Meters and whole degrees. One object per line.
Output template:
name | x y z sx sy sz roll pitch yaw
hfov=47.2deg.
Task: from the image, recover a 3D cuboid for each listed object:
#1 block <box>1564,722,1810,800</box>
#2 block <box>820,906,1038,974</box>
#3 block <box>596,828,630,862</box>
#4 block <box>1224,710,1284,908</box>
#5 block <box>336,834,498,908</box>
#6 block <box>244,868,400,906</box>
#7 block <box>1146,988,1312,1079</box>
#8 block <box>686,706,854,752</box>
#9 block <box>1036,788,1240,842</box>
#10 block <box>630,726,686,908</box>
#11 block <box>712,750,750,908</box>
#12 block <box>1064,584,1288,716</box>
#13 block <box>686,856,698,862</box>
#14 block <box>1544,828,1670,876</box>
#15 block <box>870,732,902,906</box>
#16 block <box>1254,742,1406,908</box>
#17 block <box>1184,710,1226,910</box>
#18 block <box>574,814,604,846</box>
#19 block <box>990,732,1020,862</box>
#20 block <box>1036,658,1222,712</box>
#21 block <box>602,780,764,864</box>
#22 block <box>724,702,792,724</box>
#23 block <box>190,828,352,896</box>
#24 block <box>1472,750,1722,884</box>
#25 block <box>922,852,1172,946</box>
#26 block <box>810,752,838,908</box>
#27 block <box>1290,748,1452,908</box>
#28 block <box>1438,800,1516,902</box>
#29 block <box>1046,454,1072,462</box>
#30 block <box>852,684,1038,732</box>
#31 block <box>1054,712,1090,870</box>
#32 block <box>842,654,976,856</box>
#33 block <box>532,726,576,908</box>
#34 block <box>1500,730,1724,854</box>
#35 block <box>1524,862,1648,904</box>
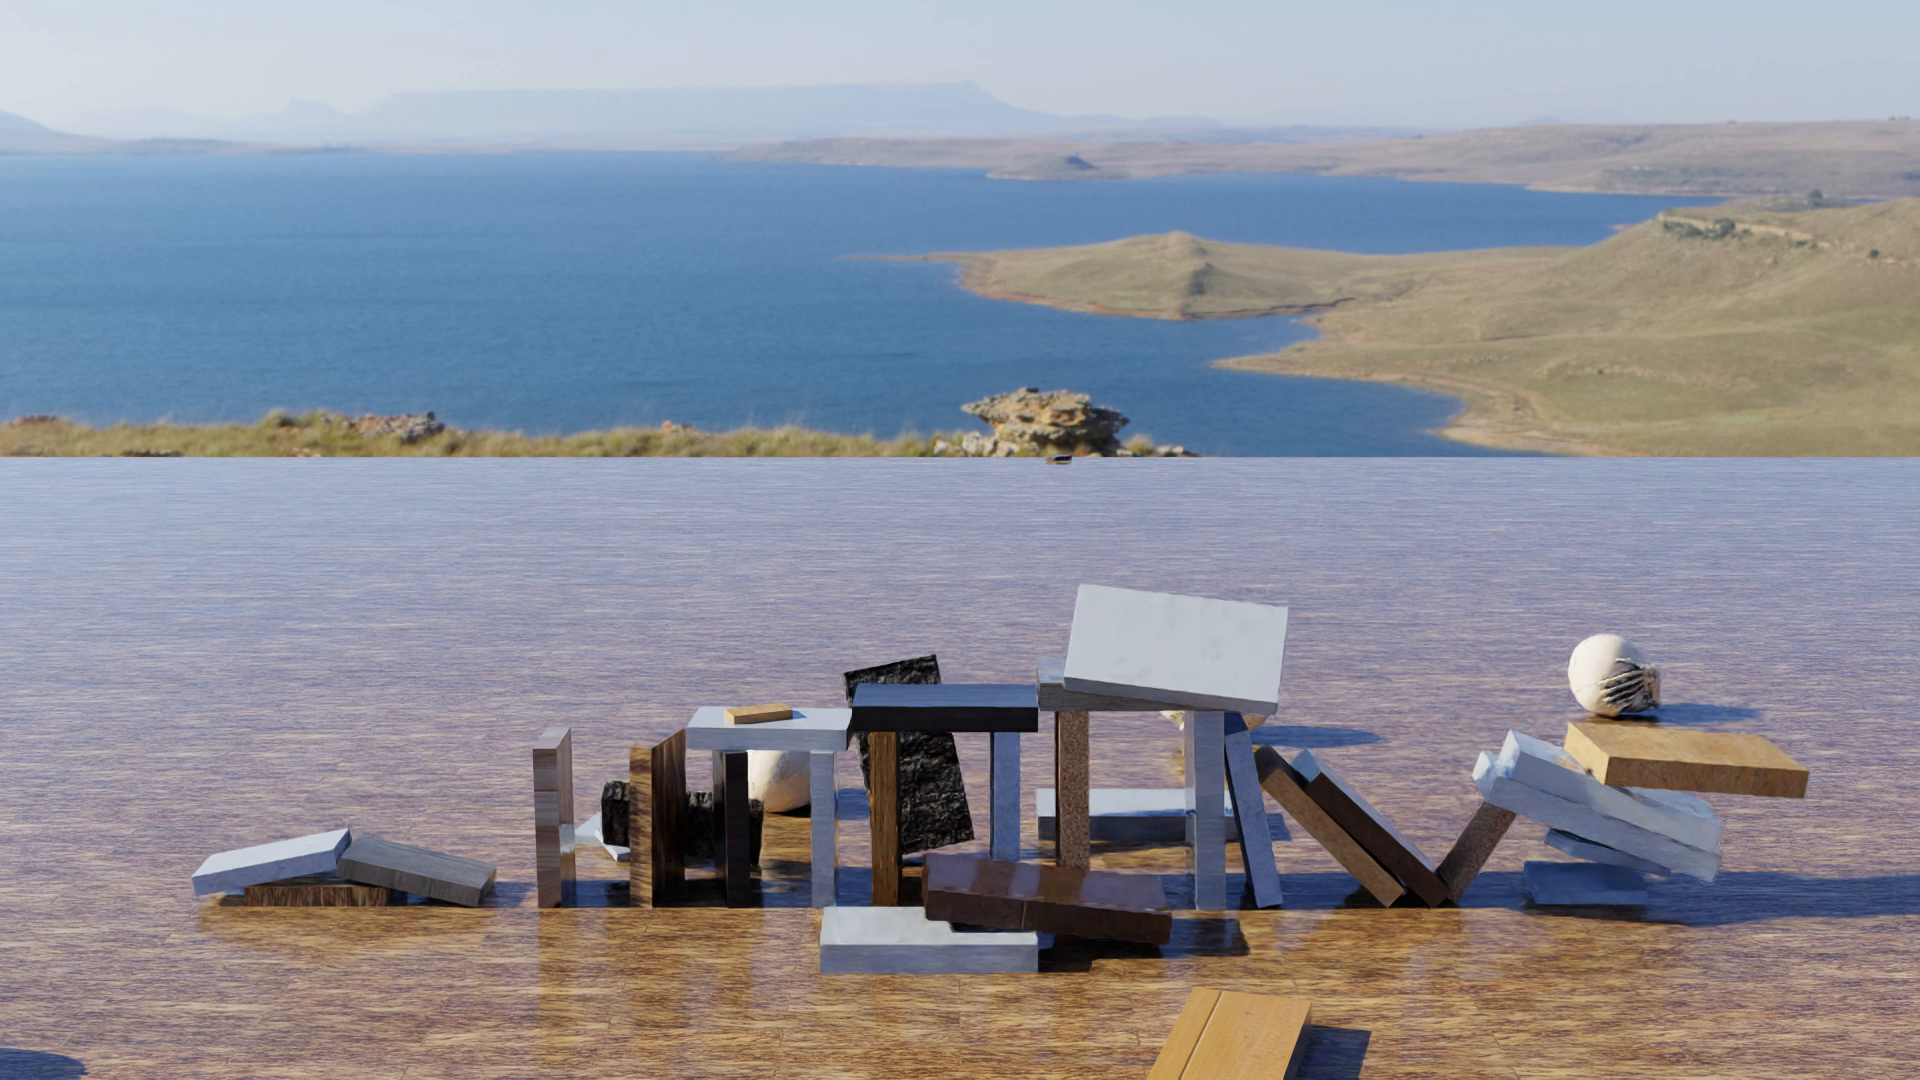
block | 1.190 0.361 3.610 0.340 0.048 0.170 5 14 -7
block | -0.049 0.617 3.396 0.329 0.047 0.165 0 11 -1
block | -0.600 0.534 3.880 0.051 0.014 0.102 -6 23 -30
block | 0.477 0.441 3.646 0.042 0.299 0.149 -12 10 2
block | -0.901 0.550 3.654 0.236 0.033 0.118 13 10 -1
block | -1.055 0.574 3.663 0.236 0.033 0.118 0 11 0
block | 0.366 0.696 2.966 0.168 0.048 0.336 3 11 16
block | -0.310 0.312 3.631 0.262 0.037 0.131 1 11 4
block | 0.326 0.502 4.016 0.372 0.047 0.165 0 11 1
block | -0.500 0.457 3.643 0.038 0.271 0.135 5 11 16
block | -0.379 0.462 3.640 0.037 0.262 0.131 -3 11 -15
block | 0.345 0.173 3.501 0.336 0.168 0.048 7 -28 9
block | -0.496 0.546 3.855 0.126 0.018 0.063 -10 15 -43
block | 1.070 0.515 3.630 0.182 0.026 0.091 13 4 -15
block | -0.123 0.442 3.645 0.042 0.299 0.149 0 11 1
block | 0.607 0.471 3.651 0.299 0.042 0.149 44 8 -7
block | 0.405 0.424 3.640 0.048 0.336 0.168 -2 11 0
block | -0.650 0.524 3.977 0.063 0.018 0.126 3 11 14
block | 0.075 0.443 3.643 0.042 0.299 0.149 -1 11 -2
block | 0.295 0.236 3.604 0.336 0.048 0.168 0 11 0
block | -0.476 0.485 3.776 0.271 0.135 0.038 8 46 0
block | -0.333 0.286 3.628 0.102 0.014 0.051 -5 12 -24
block | -1.142 0.535 3.659 0.236 0.033 0.118 -11 10 -1
block | 1.048 0.454 3.633 0.382 0.048 0.170 20 10 2
block | 0.132 0.561 3.445 0.378 0.048 0.168 7 11 -4
block | -0.224 0.462 3.642 0.037 0.262 0.131 0 11 0
block | 0.679 0.475 3.648 0.299 0.042 0.149 42 8 -7
block | 0.855 0.507 3.652 0.026 0.182 0.091 31 9 -5
block | 0.383 -0.319 8.524 0.051 0.014 0.102 10 15 44
block | -0.023 0.275 3.611 0.299 0.042 0.149 0 10 1
block | 0.185 0.424 3.640 0.048 0.336 0.168 -1 11 0
block | -0.091 0.380 3.854 0.165 0.329 0.047 -11 -8 -11
block | -0.671 0.457 3.641 0.038 0.271 0.135 0 11 0
block | 1.068 0.411 3.622 0.340 0.048 0.170 20 10 5
block | 1.039 0.570 3.656 0.182 0.026 0.091 0 23 1
